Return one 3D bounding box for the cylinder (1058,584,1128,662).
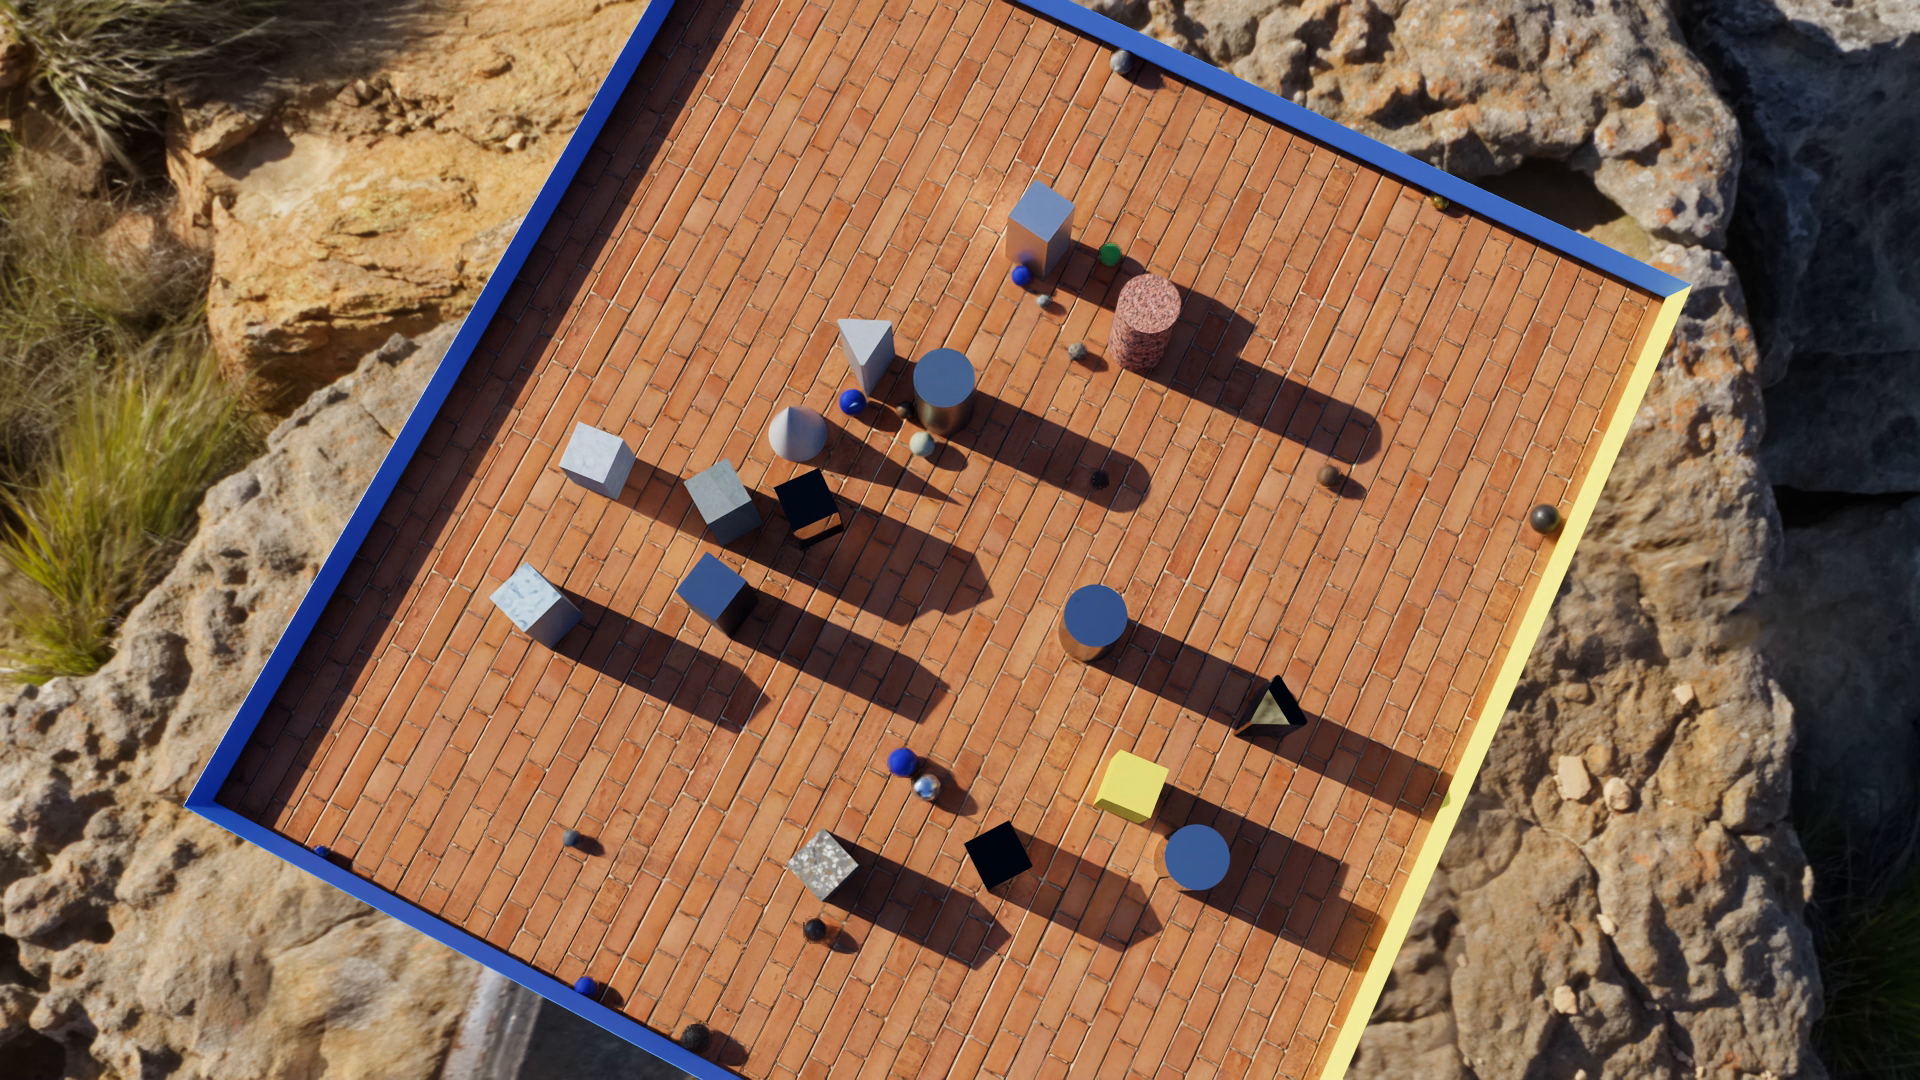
[{"bbox_3d":[0.389,0.249,5.402,0.182,0.318,0.182,0,78,0],"label":"cylinder"}]

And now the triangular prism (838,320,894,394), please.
[{"bbox_3d":[-0.303,-0.583,5.573,0.137,0.321,0.158,32,80,6],"label":"triangular prism"}]

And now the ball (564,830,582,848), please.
[{"bbox_3d":[-1.144,0.881,5.408,0.051,0.051,0.051,0,78,0],"label":"ball"}]

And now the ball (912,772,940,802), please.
[{"bbox_3d":[-0.099,0.730,5.422,0.085,0.085,0.085,0,78,0],"label":"ball"}]

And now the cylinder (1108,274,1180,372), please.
[{"bbox_3d":[0.555,-0.653,5.552,0.182,0.390,0.182,0,78,0],"label":"cylinder"}]

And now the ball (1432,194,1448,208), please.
[{"bbox_3d":[1.520,-1.075,5.814,0.048,0.048,0.048,0,78,0],"label":"ball"}]

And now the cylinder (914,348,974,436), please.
[{"bbox_3d":[-0.047,-0.445,5.545,0.182,0.320,0.182,0,78,0],"label":"cylinder"}]

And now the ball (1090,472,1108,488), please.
[{"bbox_3d":[0.426,-0.183,5.627,0.053,0.053,0.053,0,78,0],"label":"ball"}]

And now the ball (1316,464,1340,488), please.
[{"bbox_3d":[1.130,-0.197,5.622,0.069,0.069,0.069,0,78,0],"label":"ball"}]

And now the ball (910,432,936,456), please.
[{"bbox_3d":[-0.116,-0.295,5.637,0.079,0.079,0.079,0,78,0],"label":"ball"}]

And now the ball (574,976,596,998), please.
[{"bbox_3d":[-1.087,1.298,5.317,0.061,0.061,0.061,0,78,0],"label":"ball"}]

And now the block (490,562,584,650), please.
[{"bbox_3d":[-1.243,0.197,5.404,0.146,0.337,0.146,44,82,8],"label":"block"}]

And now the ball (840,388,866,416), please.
[{"bbox_3d":[-0.331,-0.425,5.661,0.084,0.084,0.084,0,78,0],"label":"ball"}]

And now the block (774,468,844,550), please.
[{"bbox_3d":[-0.450,-0.091,5.497,0.146,0.270,0.146,-24,79,-5],"label":"block"}]

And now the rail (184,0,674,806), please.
[{"bbox_3d":[-1.470,-0.714,5.702,0.045,0.118,3.451,26,80,5],"label":"rail"}]

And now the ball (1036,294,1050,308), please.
[{"bbox_3d":[0.261,-0.749,5.749,0.042,0.042,0.042,0,78,0],"label":"ball"}]

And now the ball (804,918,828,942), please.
[{"bbox_3d":[-0.422,1.138,5.346,0.069,0.069,0.069,0,78,0],"label":"ball"}]

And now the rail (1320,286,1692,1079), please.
[{"bbox_3d":[1.470,0.726,5.405,0.045,0.118,3.451,26,80,5],"label":"rail"}]

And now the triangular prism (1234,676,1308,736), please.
[{"bbox_3d":[0.898,0.483,5.337,0.158,0.352,0.137,0,78,0],"label":"triangular prism"}]

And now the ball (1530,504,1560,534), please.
[{"bbox_3d":[1.782,-0.062,5.583,0.091,0.091,0.091,0,78,0],"label":"ball"}]

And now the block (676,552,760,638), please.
[{"bbox_3d":[-0.712,0.166,5.407,0.146,0.342,0.146,36,81,7],"label":"block"}]

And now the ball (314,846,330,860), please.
[{"bbox_3d":[-1.883,0.925,5.401,0.046,0.046,0.046,0,78,0],"label":"ball"}]

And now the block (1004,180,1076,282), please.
[{"bbox_3d":[0.244,-0.947,5.635,0.146,0.346,0.146,35,80,7],"label":"block"}]

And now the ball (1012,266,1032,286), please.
[{"bbox_3d":[0.192,-0.829,5.755,0.064,0.064,0.064,0,78,0],"label":"ball"}]

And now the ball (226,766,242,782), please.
[{"bbox_3d":[-2.157,0.697,5.449,0.046,0.046,0.046,0,78,0],"label":"ball"}]

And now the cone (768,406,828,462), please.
[{"bbox_3d":[-0.503,-0.361,5.534,0.182,0.307,0.182,0,78,0],"label":"cone"}]

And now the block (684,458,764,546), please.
[{"bbox_3d":[-0.703,-0.109,5.473,0.146,0.325,0.146,-30,80,-6],"label":"block"}]

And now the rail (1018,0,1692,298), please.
[{"bbox_3d":[0.761,-1.484,5.862,3.334,0.118,0.045,26,80,5],"label":"rail"}]

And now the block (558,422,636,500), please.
[{"bbox_3d":[-1.096,-0.237,5.551,0.146,0.223,0.146,21,79,4],"label":"block"}]

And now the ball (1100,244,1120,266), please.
[{"bbox_3d":[0.472,-0.896,5.767,0.067,0.067,0.067,0,78,0],"label":"ball"}]

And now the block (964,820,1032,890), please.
[{"bbox_3d":[0.108,0.916,5.309,0.146,0.231,0.146,-27,80,-5],"label":"block"}]

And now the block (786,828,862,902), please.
[{"bbox_3d":[-0.389,0.941,5.290,0.146,0.258,0.146,-44,82,-8],"label":"block"}]

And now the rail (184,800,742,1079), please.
[{"bbox_3d":[-0.761,1.497,5.245,3.334,0.118,0.045,26,80,5],"label":"rail"}]

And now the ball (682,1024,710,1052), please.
[{"bbox_3d":[-0.761,1.434,5.278,0.083,0.083,0.083,0,78,0],"label":"ball"}]

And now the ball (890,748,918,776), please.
[{"bbox_3d":[-0.167,0.659,5.436,0.086,0.086,0.086,0,78,0],"label":"ball"}]

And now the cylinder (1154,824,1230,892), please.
[{"bbox_3d":[0.664,0.918,5.272,0.182,0.302,0.182,0,78,0],"label":"cylinder"}]

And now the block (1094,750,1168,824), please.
[{"bbox_3d":[0.492,0.716,5.298,0.146,0.333,0.146,22,79,4],"label":"block"}]

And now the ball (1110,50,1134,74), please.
[{"bbox_3d":[0.522,-1.537,5.895,0.075,0.075,0.075,0,78,0],"label":"ball"}]

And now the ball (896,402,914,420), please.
[{"bbox_3d":[-0.168,-0.402,5.671,0.056,0.056,0.056,0,78,0],"label":"ball"}]

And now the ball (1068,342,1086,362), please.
[{"bbox_3d":[0.363,-0.586,5.708,0.058,0.058,0.058,0,78,0],"label":"ball"}]
